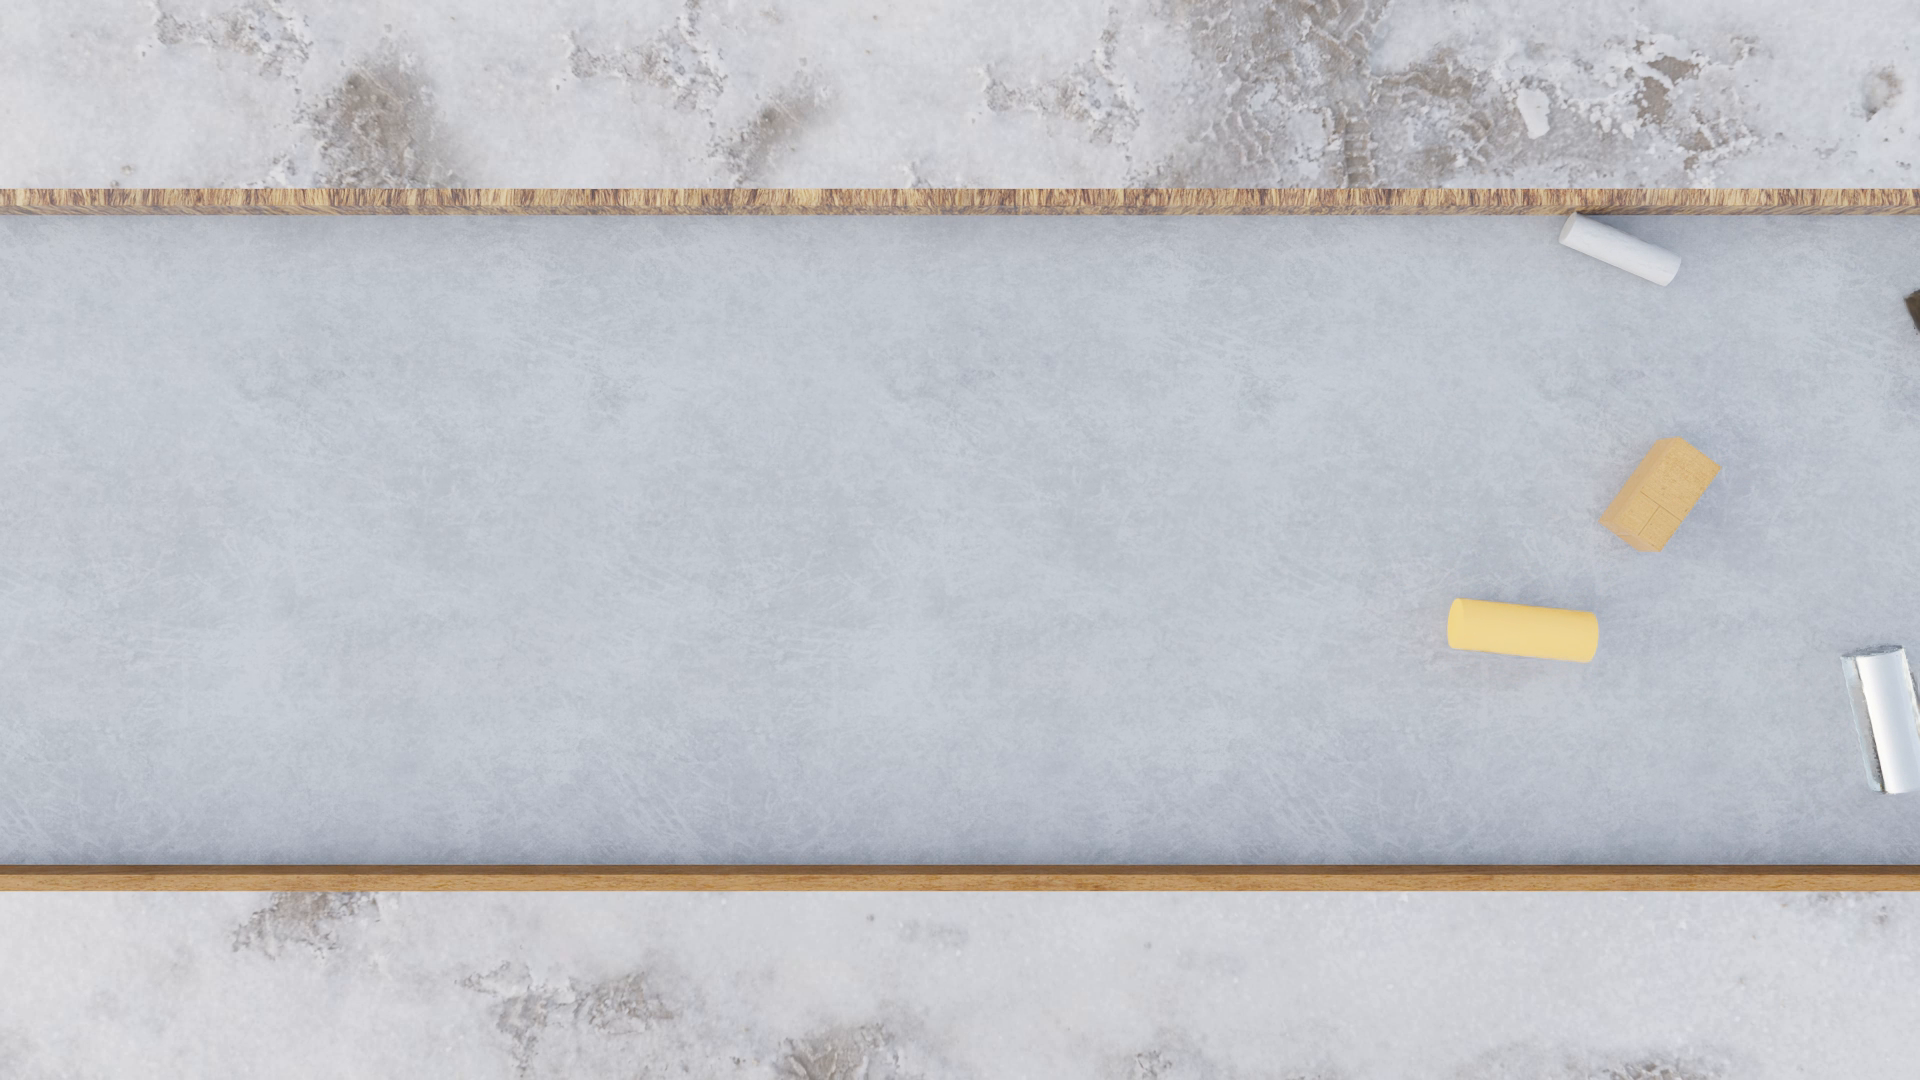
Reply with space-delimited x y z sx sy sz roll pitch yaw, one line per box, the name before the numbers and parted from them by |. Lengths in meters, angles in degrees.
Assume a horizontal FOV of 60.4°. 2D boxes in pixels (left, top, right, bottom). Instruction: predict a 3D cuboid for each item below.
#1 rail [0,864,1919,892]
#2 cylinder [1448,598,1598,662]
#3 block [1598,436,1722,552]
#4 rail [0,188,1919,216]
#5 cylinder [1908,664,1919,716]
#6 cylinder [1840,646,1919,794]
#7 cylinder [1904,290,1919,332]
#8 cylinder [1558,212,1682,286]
rail | -2.247 1.025 5.001 12.000 0.150 0.050 0 90 0
cylinder | 1.703 0.275 5.000 0.406 0.153 0.153 6 90 0
block | 2.118 -0.137 4.998 0.156 0.156 0.312 36 90 0
rail | -2.247 -1.025 5.002 12.000 0.150 0.050 0 90 0
cylinder | 2.968 0.539 5.025 0.101 0.101 0.318 -20 90 0
cylinder | 2.805 0.541 4.991 0.172 0.172 0.417 -13 90 0
cylinder | 3.036 -0.576 4.987 0.179 0.179 0.421 -24 90 0
cylinder | 2.010 -0.887 5.025 0.343 0.102 0.102 23 90 0
